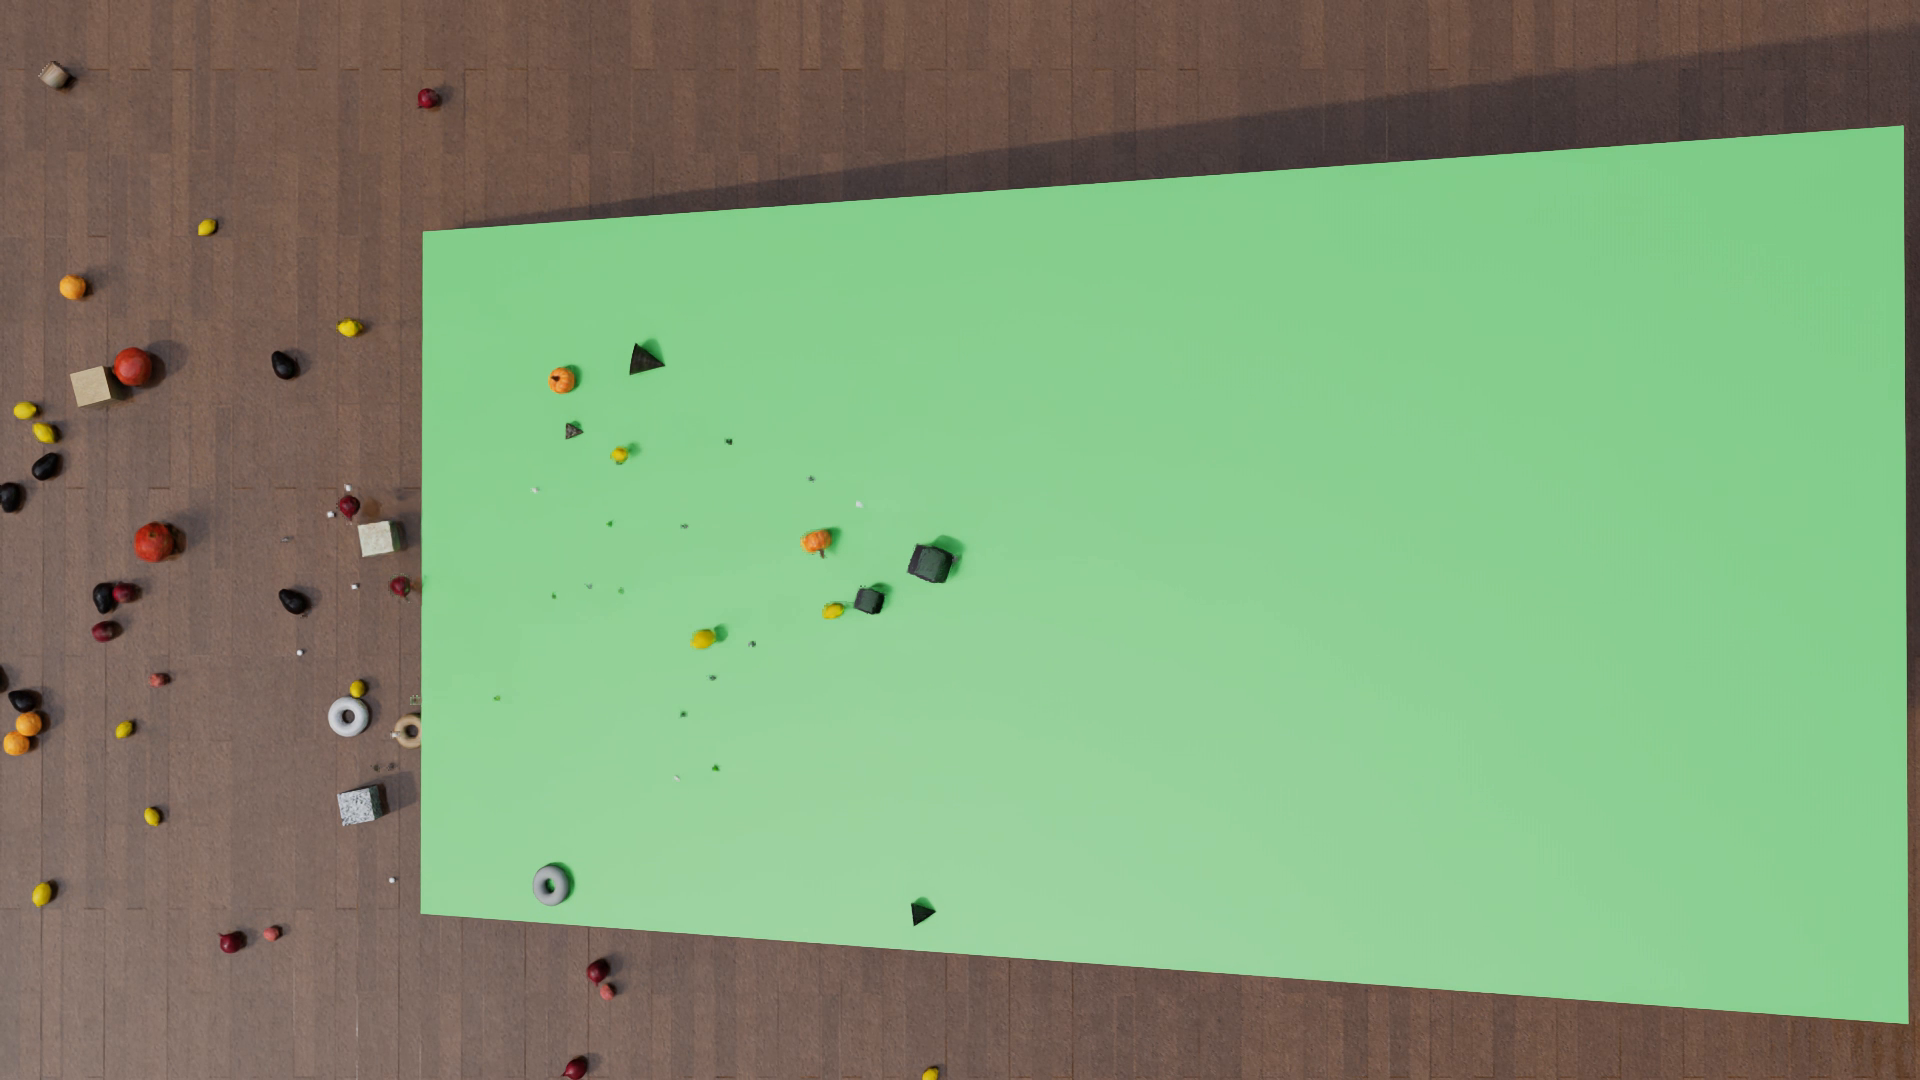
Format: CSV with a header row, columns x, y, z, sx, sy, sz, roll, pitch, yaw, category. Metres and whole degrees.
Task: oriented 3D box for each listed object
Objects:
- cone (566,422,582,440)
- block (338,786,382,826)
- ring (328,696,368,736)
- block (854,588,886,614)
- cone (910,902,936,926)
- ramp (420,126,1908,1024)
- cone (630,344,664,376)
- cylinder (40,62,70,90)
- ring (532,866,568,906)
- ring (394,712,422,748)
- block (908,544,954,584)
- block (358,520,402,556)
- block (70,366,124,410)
x,y,z,sx,sy,sz,roll,pitch,yaw,category
-1.091,-0.307,6.239,0.050,0.050,0.050,0,89,-10,cone
-1.770,0.783,6.488,0.094,0.094,0.094,-11,89,0,block
-1.812,0.523,6.519,0.121,0.040,0.121,0,90,1,ring
-0.242,0.162,5.856,0.055,0.055,0.055,18,96,22,block
-0.094,0.984,5.798,0.065,0.065,0.065,-7,89,-4,cone
0.283,0.085,5.720,4.000,0.100,2.000,0,89,23,ramp
-0.867,-0.495,6.136,0.093,0.093,0.093,11,89,-4,cone
-2.687,-1.376,6.531,0.060,0.060,0.060,38,90,0,cylinder
-1.162,0.981,6.244,0.117,0.039,0.117,-1,88,24,ring
-1.623,0.566,6.521,0.107,0.036,0.107,0,91,0,ring
-0.076,0.062,5.774,0.080,0.080,0.080,23,98,21,block
-1.715,-0.004,6.500,0.091,0.091,0.091,-10,89,0,block
-2.551,-0.450,6.501,0.099,0.099,0.099,-15,89,0,block
